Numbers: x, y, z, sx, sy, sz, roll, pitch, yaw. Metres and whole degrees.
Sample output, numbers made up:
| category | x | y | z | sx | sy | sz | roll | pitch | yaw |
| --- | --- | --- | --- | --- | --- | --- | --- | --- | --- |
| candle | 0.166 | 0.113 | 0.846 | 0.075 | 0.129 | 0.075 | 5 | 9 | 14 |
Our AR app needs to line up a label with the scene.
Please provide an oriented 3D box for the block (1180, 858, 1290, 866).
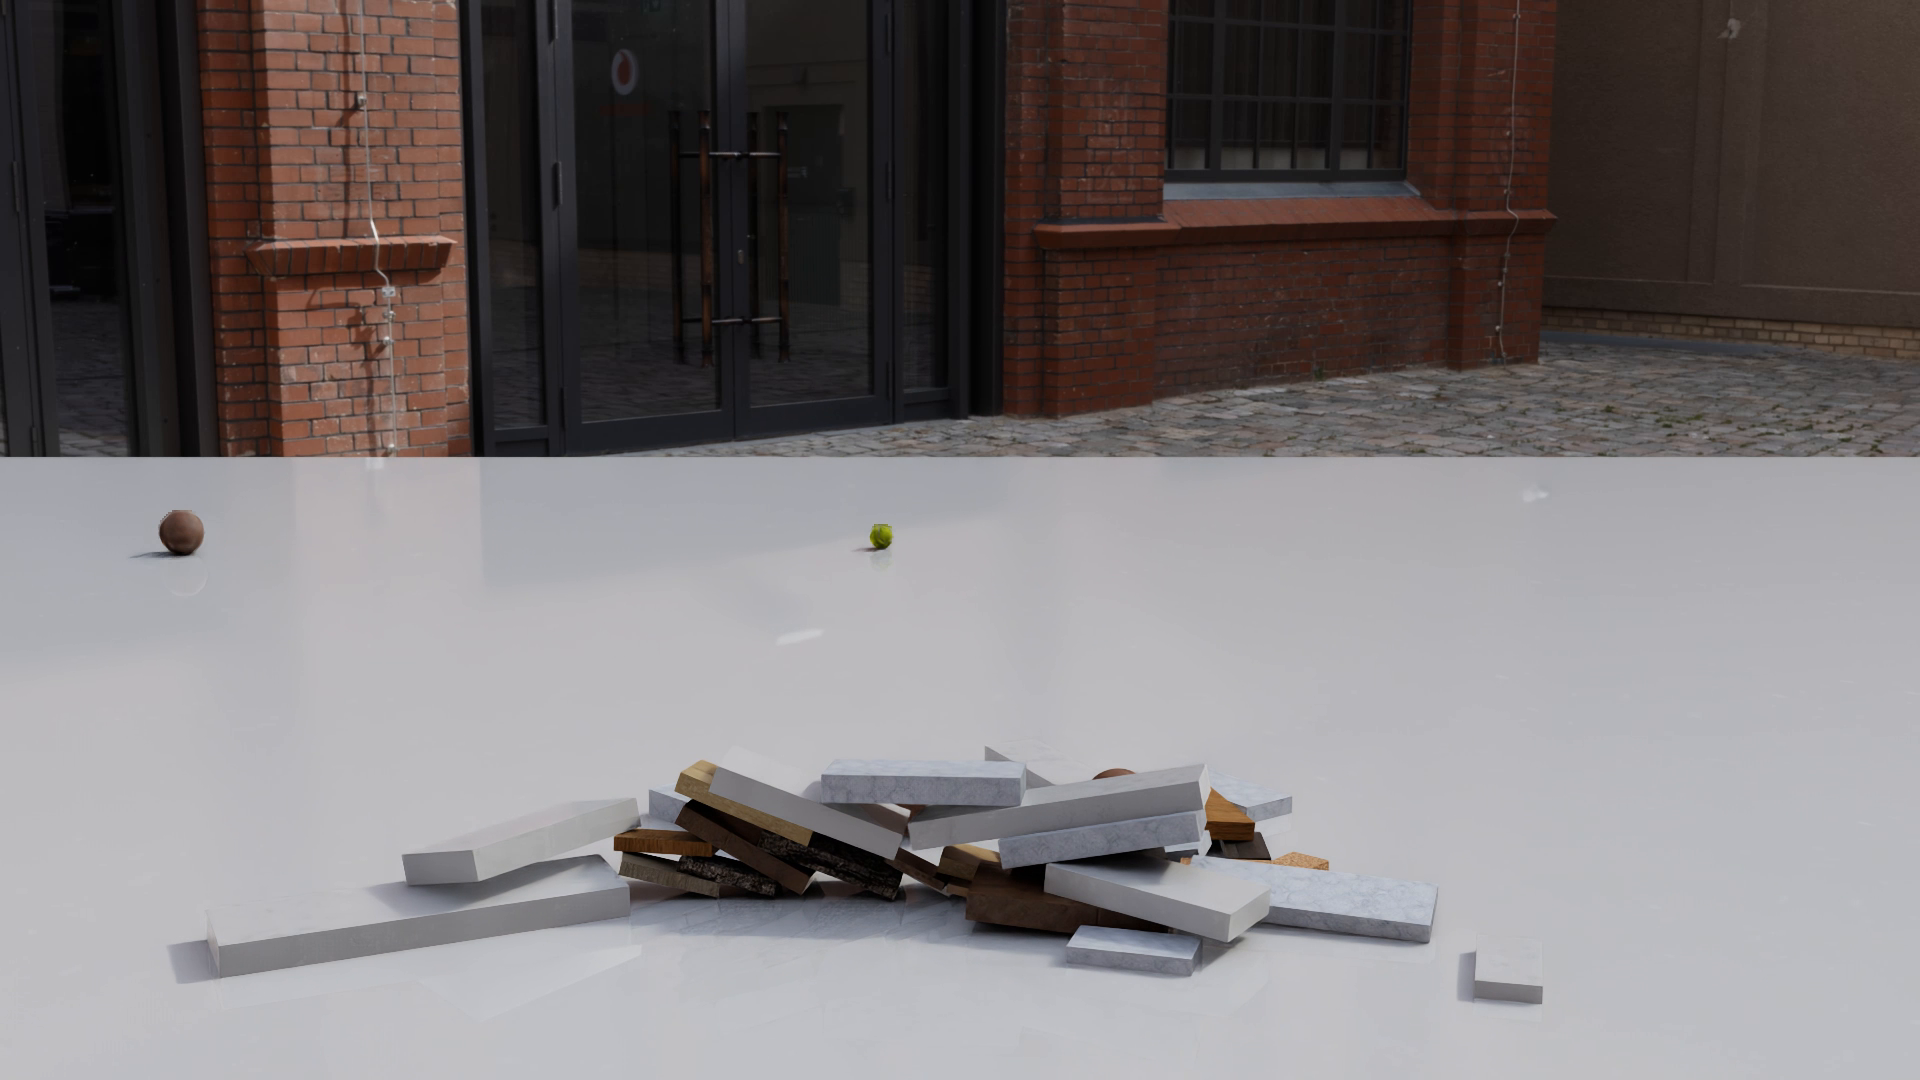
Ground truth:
| category | x | y | z | sx | sy | sz | roll | pitch | yaw |
| --- | --- | --- | --- | --- | --- | --- | --- | --- | --- |
| block | 0.456 | 0.567 | 3.652 | 0.183 | 0.026 | 0.091 | 1 | 26 | 9 |

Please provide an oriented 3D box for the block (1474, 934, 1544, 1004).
| category | x | y | z | sx | sy | sz | roll | pitch | yaw |
| --- | --- | --- | --- | --- | --- | --- | --- | --- | --- |
| block | 0.825 | 0.644 | 3.306 | 0.097 | 0.027 | 0.194 | 3 | 11 | 14 |

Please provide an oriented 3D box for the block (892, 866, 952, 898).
| category | x | y | z | sx | sy | sz | roll | pitch | yaw |
| --- | --- | --- | --- | --- | --- | --- | --- | --- | --- |
| block | -0.055 | 0.559 | 3.678 | 0.107 | 0.015 | 0.054 | 26 | 14 | 11 |

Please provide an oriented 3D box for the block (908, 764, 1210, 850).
| category | x | y | z | sx | sy | sz | roll | pitch | yaw |
| --- | --- | --- | --- | --- | --- | --- | --- | --- | --- |
| block | 0.165 | 0.436 | 3.596 | 0.477 | 0.046 | 0.162 | -10 | 2 | 11 |

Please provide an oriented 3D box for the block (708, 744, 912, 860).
| category | x | y | z | sx | sy | sz | roll | pitch | yaw |
| --- | --- | --- | --- | --- | --- | --- | --- | --- | --- |
| block | -0.247 | 0.436 | 3.666 | 0.323 | 0.046 | 0.162 | 20 | 8 | 1 |

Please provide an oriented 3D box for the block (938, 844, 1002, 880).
| category | x | y | z | sx | sy | sz | roll | pitch | yaw |
| --- | --- | --- | --- | --- | --- | --- | --- | --- | --- |
| block | 0.064 | 0.552 | 3.678 | 0.194 | 0.027 | 0.097 | 14 | 11 | 3 |

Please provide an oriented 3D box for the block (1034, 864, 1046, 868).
| category | x | y | z | sx | sy | sz | roll | pitch | yaw |
| --- | --- | --- | --- | --- | --- | --- | --- | --- | --- |
| block | 0.202 | 0.500 | 3.719 | 0.230 | 0.033 | 0.115 | -12 | 17 | -10 |

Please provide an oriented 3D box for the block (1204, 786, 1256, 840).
| category | x | y | z | sx | sy | sz | roll | pitch | yaw |
| --- | --- | --- | --- | --- | --- | --- | --- | --- | --- |
| block | 0.434 | 0.490 | 3.970 | 0.117 | 0.033 | 0.233 | 4 | 9 | -15 |

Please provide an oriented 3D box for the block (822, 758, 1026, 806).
| category | x | y | z | sx | sy | sz | roll | pitch | yaw |
| --- | --- | --- | --- | --- | --- | --- | --- | --- | --- |
| block | -0.057 | 0.399 | 3.628 | 0.323 | 0.046 | 0.162 | 0 | 3 | 5 |

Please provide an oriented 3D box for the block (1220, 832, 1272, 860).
| category | x | y | z | sx | sy | sz | roll | pitch | yaw |
| --- | --- | --- | --- | --- | --- | --- | --- | --- | --- |
| block | 0.500 | 0.544 | 3.858 | 0.073 | 0.021 | 0.146 | 0 | 11 | 0 |

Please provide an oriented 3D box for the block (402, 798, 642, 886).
| category | x | y | z | sx | sy | sz | roll | pitch | yaw |
| --- | --- | --- | --- | --- | --- | --- | --- | --- | --- |
| block | -0.722 | 0.497 | 3.642 | 0.179 | 0.051 | 0.358 | -9 | 2 | 38 |

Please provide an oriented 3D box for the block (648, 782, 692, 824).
| category | x | y | z | sx | sy | sz | roll | pitch | yaw |
| --- | --- | --- | --- | --- | --- | --- | --- | --- | --- |
| block | -0.387 | 0.498 | 4.023 | 0.358 | 0.051 | 0.179 | 10 | 15 | 44 |

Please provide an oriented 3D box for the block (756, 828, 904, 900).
| category | x | y | z | sx | sy | sz | roll | pitch | yaw |
| --- | --- | --- | --- | --- | --- | --- | --- | --- | --- |
| block | -0.213 | 0.526 | 3.679 | 0.242 | 0.034 | 0.121 | 20 | 8 | 1 |

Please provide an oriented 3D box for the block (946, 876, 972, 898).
| category | x | y | z | sx | sy | sz | roll | pitch | yaw |
| --- | --- | --- | --- | --- | --- | --- | --- | --- | --- |
| block | 0.035 | 0.579 | 3.635 | 0.107 | 0.015 | 0.054 | 12 | 12 | 6 |

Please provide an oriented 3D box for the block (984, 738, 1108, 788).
| category | x | y | z | sx | sy | sz | roll | pitch | yaw |
| --- | --- | --- | --- | --- | --- | --- | --- | --- | --- |
| block | 0.209 | 0.466 | 4.245 | 0.115 | 0.033 | 0.493 | -5 | 12 | -25 |

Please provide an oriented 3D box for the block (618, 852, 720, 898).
| category | x | y | z | sx | sy | sz | roll | pitch | yaw |
| --- | --- | --- | --- | --- | --- | --- | --- | --- | --- |
| block | -0.484 | 0.554 | 3.661 | 0.167 | 0.024 | 0.083 | 14 | 4 | -9 |

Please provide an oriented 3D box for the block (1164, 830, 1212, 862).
| category | x | y | z | sx | sy | sz | roll | pitch | yaw |
| --- | --- | --- | --- | --- | --- | --- | --- | --- | --- |
| block | 0.332 | 0.536 | 3.772 | 0.183 | 0.026 | 0.091 | -10 | 9 | 20 |

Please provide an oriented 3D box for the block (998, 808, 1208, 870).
| category | x | y | z | sx | sy | sz | roll | pitch | yaw |
| --- | --- | --- | --- | --- | --- | --- | --- | --- | --- |
| block | 0.233 | 0.472 | 3.562 | 0.320 | 0.045 | 0.160 | -10 | 2 | 11 |

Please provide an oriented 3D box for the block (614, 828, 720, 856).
| category | x | y | z | sx | sy | sz | roll | pitch | yaw |
| --- | --- | --- | --- | --- | --- | --- | --- | --- | --- |
| block | -0.490 | 0.508 | 3.698 | 0.167 | 0.024 | 0.083 | 3 | 3 | 6 |

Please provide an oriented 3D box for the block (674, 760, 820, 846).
| category | x | y | z | sx | sy | sz | roll | pitch | yaw |
| --- | --- | --- | --- | --- | --- | --- | --- | --- | --- |
| block | -0.346 | 0.439 | 3.686 | 0.242 | 0.034 | 0.121 | 21 | 8 | 8 |

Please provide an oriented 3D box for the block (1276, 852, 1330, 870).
| category | x | y | z | sx | sy | sz | roll | pitch | yaw |
| --- | --- | --- | --- | --- | --- | --- | --- | --- | --- |
| block | 0.558 | 0.565 | 3.745 | 0.073 | 0.021 | 0.146 | 9 | 14 | 41 |

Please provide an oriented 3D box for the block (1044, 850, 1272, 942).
| category | x | y | z | sx | sy | sz | roll | pitch | yaw |
| --- | --- | --- | --- | --- | --- | --- | --- | --- | --- |
| block | 0.312 | 0.553 | 3.484 | 0.320 | 0.045 | 0.160 | 11 | 13 | 29 |

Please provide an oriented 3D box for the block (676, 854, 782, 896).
| category | x | y | z | sx | sy | sz | roll | pitch | yaw |
| --- | --- | --- | --- | --- | --- | --- | --- | --- | --- |
| block | -0.382 | 0.554 | 3.670 | 0.167 | 0.024 | 0.083 | 14 | 4 | 3 |

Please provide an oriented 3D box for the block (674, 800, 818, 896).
| category | x | y | z | sx | sy | sz | roll | pitch | yaw |
| --- | --- | --- | --- | --- | --- | --- | --- | --- | --- |
| block | -0.352 | 0.508 | 3.693 | 0.242 | 0.034 | 0.121 | 29 | 8 | 4 |

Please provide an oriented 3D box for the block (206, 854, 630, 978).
| category | x | y | z | sx | sy | sz | roll | pitch | yaw |
| --- | --- | --- | --- | --- | --- | --- | --- | --- | --- |
| block | -0.860 | 0.594 | 3.508 | 0.635 | 0.051 | 0.179 | -5 | 12 | -24 |

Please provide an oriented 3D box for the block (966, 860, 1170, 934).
| category | x | y | z | sx | sy | sz | roll | pitch | yaw |
| --- | --- | --- | --- | --- | --- | --- | --- | --- | --- |
| block | 0.179 | 0.580 | 3.529 | 0.320 | 0.045 | 0.160 | 6 | 11 | 7 |

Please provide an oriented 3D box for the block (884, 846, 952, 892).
| category | x | y | z | sx | sy | sz | roll | pitch | yaw |
| --- | --- | --- | --- | --- | --- | --- | --- | --- | --- |
| block | -0.069 | 0.544 | 3.646 | 0.107 | 0.015 | 0.054 | 26 | 14 | 9 |

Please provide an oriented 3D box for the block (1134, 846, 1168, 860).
| category | x | y | z | sx | sy | sz | roll | pitch | yaw |
| --- | --- | --- | --- | --- | --- | --- | --- | --- | --- |
| block | 0.256 | 0.548 | 3.681 | 0.183 | 0.026 | 0.091 | -14 | 15 | 3 |

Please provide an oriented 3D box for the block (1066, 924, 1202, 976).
| category | x | y | z | sx | sy | sz | roll | pitch | yaw |
| --- | --- | --- | --- | --- | --- | --- | --- | --- | --- |
| block | 0.268 | 0.630 | 3.378 | 0.193 | 0.027 | 0.097 | 3 | 11 | 16 |

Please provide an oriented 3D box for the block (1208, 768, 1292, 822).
| category | x | y | z | sx | sy | sz | roll | pitch | yaw |
| --- | --- | --- | --- | --- | --- | --- | --- | --- | --- |
| block | 0.503 | 0.483 | 4.157 | 0.117 | 0.033 | 0.233 | -8 | 13 | -36 |

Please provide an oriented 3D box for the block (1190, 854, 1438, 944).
| category | x | y | z | sx | sy | sz | roll | pitch | yaw |
| --- | --- | --- | --- | --- | --- | --- | --- | --- | --- |
| block | 0.561 | 0.577 | 3.546 | 0.400 | 0.033 | 0.117 | 5 | 27 | 17 |
